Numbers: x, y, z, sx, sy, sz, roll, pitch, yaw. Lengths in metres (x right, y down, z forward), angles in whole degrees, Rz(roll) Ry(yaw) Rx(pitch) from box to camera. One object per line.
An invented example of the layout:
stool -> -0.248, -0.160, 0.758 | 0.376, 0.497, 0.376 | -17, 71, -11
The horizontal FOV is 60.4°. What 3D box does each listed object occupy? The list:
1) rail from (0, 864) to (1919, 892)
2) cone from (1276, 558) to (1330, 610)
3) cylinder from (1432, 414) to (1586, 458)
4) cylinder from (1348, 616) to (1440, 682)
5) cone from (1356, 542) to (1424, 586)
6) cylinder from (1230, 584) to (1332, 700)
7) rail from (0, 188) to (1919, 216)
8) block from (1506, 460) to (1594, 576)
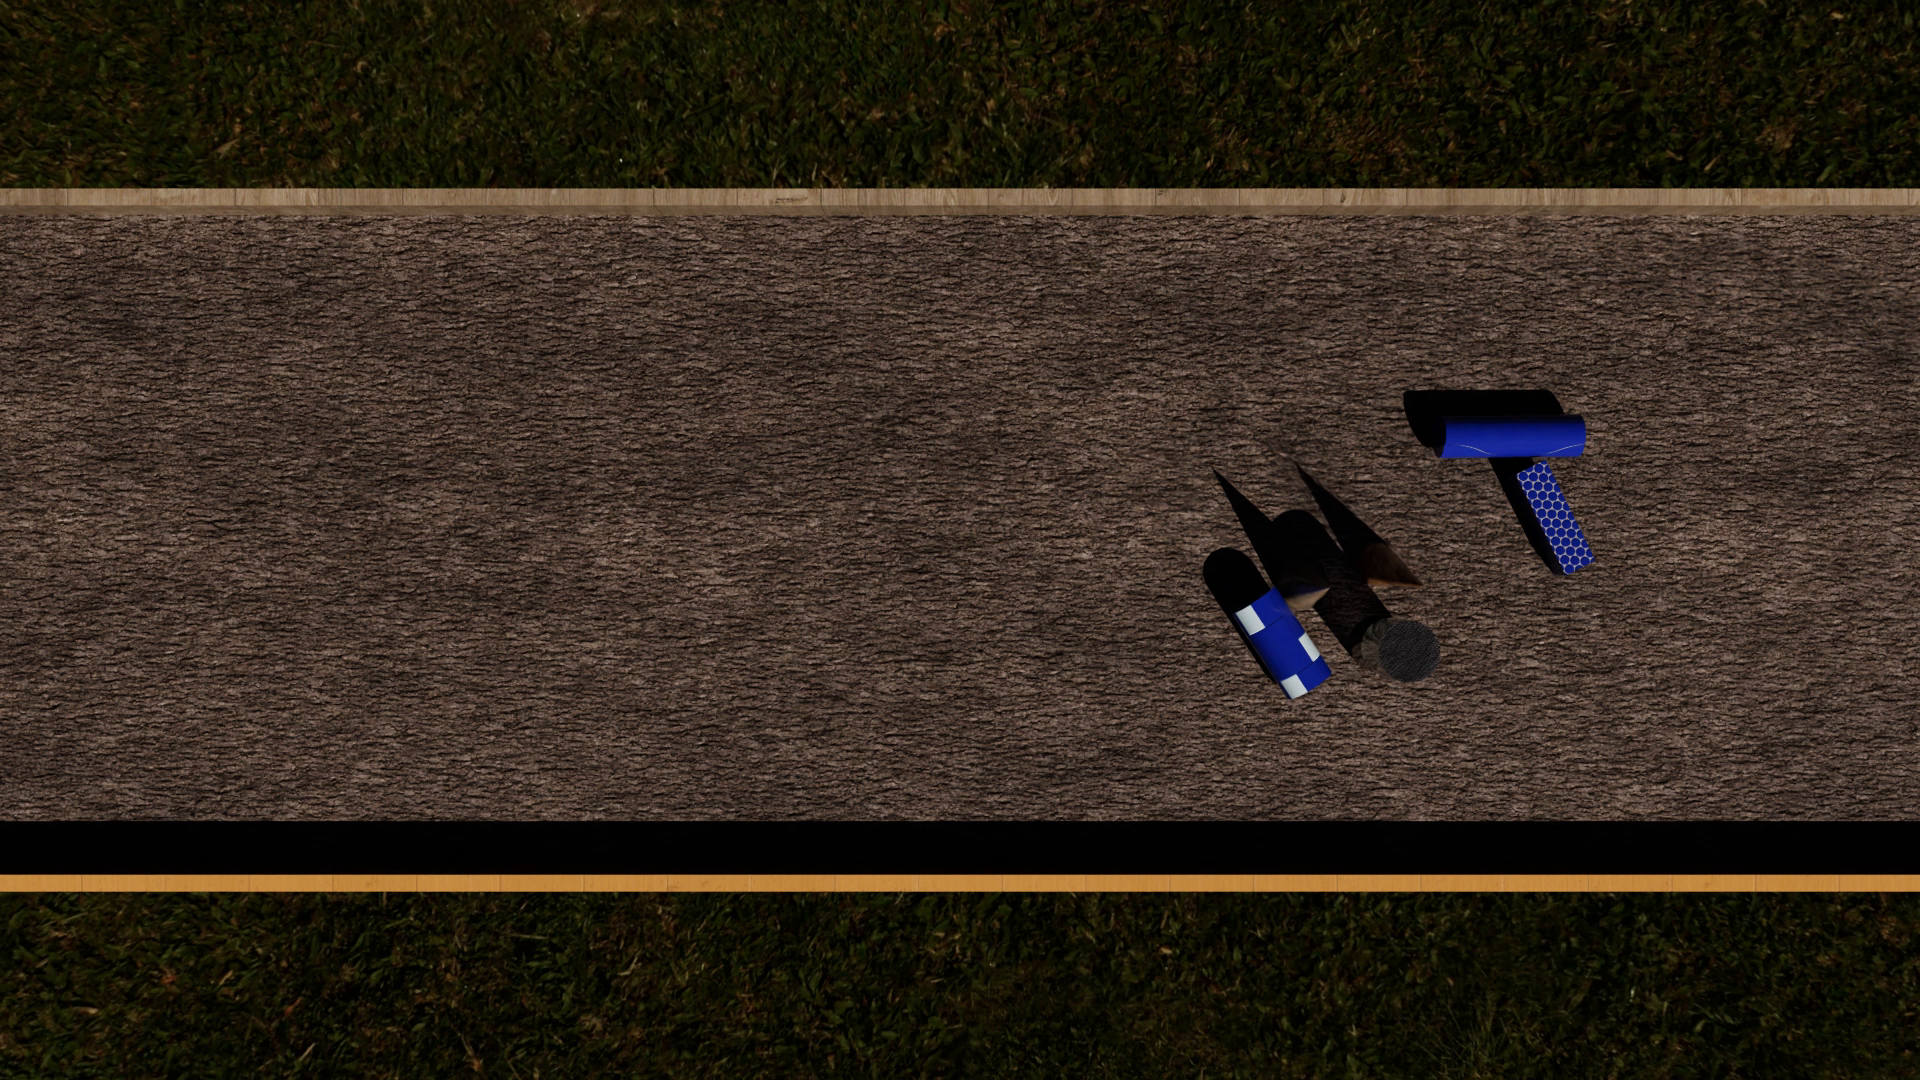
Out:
rail -> -2.247, 1.025, 5.001 | 12.000, 0.150, 0.050 | 0, 90, 0
cone -> 1.052, 0.134, 4.875 | 0.160, 0.402, 0.160 | 0, 90, 0
cylinder -> 1.666, -0.316, 5.011 | 0.422, 0.130, 0.130 | 0, 90, 0
cylinder -> 1.285, 0.320, 4.896 | 0.177, 0.361, 0.177 | 0, 90, 0
cone -> 1.296, 0.101, 4.864 | 0.132, 0.408, 0.132 | -1, 99, -5
cylinder -> 0.973, 0.309, 4.998 | 0.158, 0.158, 0.312 | -33, 90, 0
rail -> -2.247, -1.025, 5.002 | 12.000, 0.150, 0.050 | 0, 90, 0
block -> 1.797, -0.068, 5.026 | 0.101, 0.101, 0.339 | -26, 90, 0
